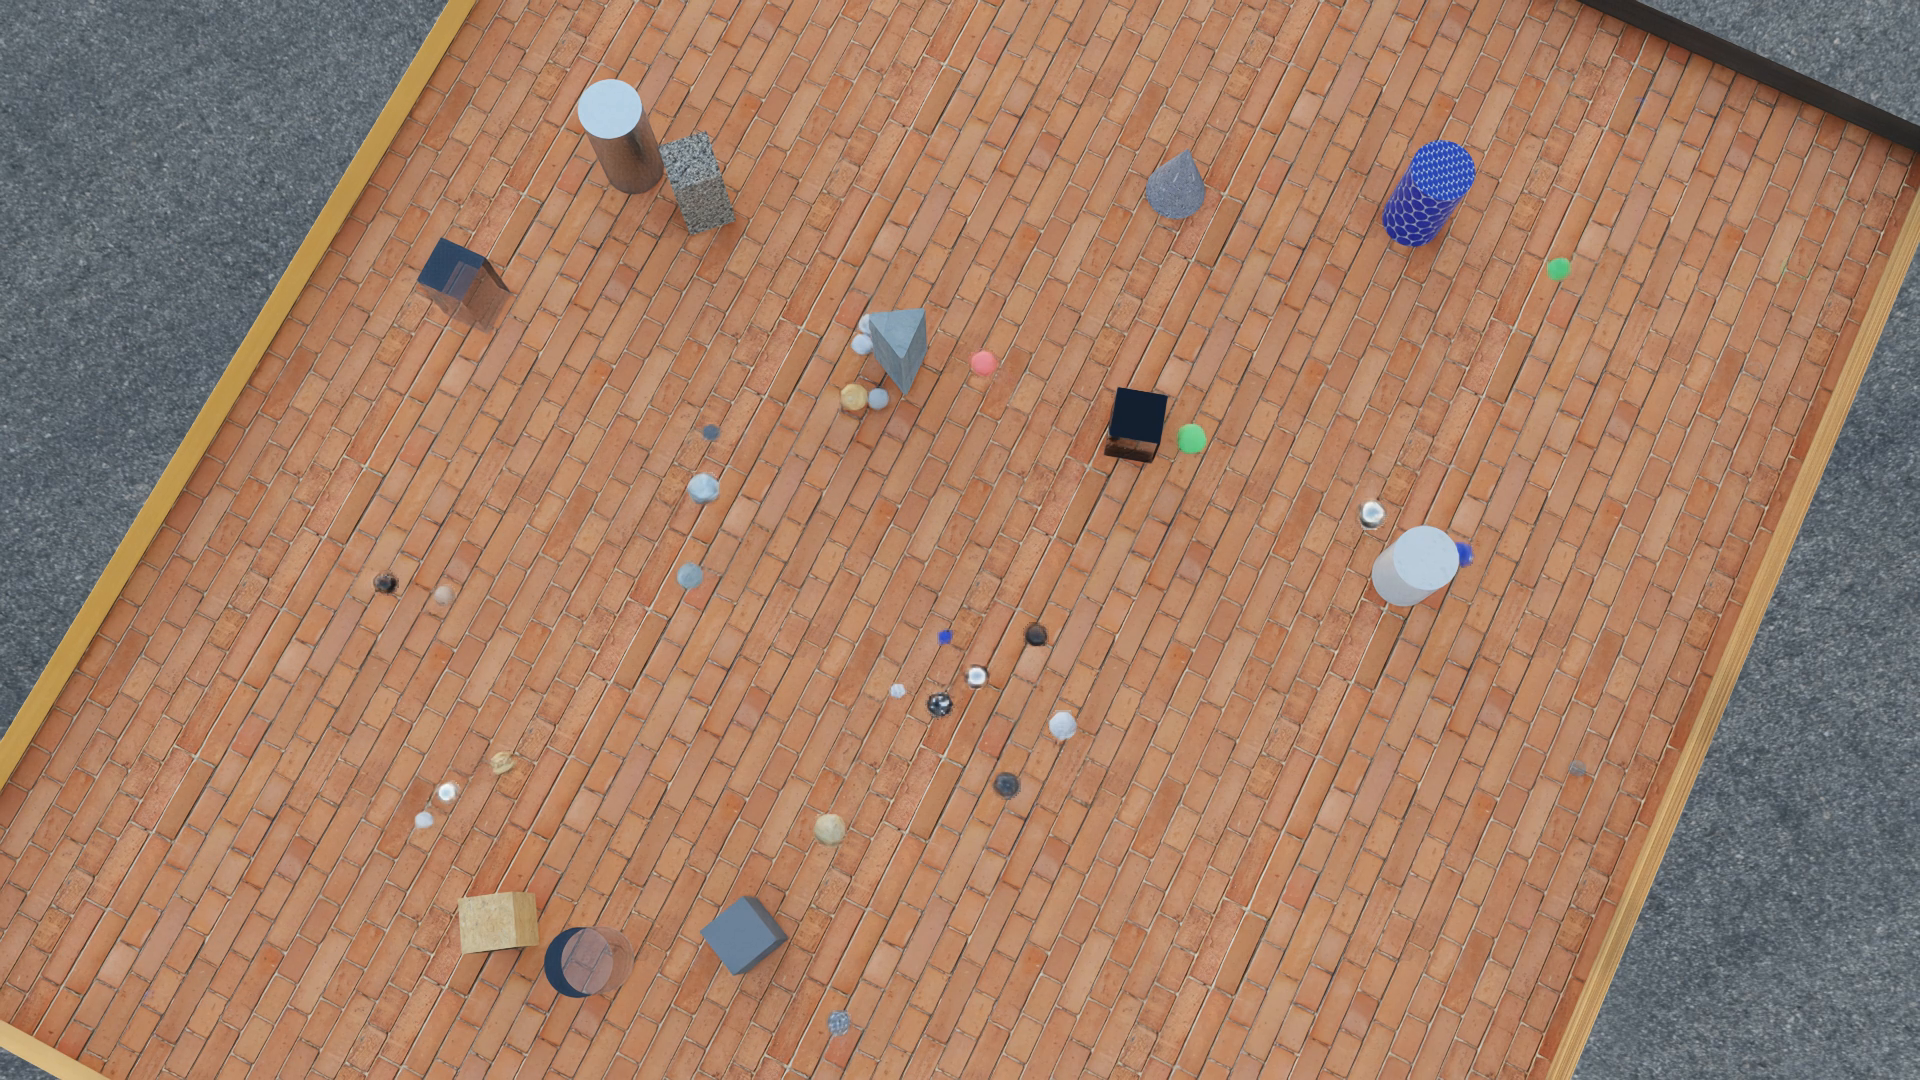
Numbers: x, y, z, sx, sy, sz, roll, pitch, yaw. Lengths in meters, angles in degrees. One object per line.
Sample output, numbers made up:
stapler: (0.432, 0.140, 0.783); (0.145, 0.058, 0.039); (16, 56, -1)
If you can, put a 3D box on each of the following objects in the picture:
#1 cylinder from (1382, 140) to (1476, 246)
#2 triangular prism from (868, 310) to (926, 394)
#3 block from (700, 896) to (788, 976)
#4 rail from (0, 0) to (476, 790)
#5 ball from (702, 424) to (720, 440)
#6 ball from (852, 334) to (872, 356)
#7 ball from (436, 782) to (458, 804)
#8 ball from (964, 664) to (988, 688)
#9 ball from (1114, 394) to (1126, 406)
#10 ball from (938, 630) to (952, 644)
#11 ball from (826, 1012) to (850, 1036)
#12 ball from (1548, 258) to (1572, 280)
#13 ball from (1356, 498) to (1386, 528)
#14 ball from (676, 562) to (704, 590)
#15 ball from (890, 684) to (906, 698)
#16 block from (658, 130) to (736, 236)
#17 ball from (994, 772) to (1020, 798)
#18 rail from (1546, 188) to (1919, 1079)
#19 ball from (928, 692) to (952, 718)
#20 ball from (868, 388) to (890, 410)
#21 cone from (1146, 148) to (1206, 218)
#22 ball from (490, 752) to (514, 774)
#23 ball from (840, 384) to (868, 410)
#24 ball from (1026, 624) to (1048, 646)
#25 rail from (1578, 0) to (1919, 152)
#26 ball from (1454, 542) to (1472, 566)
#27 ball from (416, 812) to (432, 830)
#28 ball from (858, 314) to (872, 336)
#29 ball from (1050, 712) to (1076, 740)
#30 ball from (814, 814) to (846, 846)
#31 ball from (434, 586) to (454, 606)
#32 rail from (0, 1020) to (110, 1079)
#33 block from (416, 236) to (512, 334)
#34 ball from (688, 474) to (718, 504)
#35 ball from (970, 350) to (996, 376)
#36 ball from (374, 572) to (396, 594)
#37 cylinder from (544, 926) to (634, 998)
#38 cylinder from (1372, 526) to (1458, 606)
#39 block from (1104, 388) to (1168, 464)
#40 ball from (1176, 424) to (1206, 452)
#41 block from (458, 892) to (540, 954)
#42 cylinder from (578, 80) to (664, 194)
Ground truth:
cylinder: (1.437, -1.061, 5.639); (0.190, 0.386, 0.190); (0, 78, 0)
triangular prism: (-0.161, -0.596, 5.544); (0.143, 0.383, 0.165); (-36, 81, -7)
block: (-0.608, 1.121, 5.201); (0.152, 0.360, 0.152); (-39, 81, -7)
rail: (-1.984, -0.965, 5.752); (0.045, 0.123, 5.066); (26, 80, 5)
ball: (-0.770, -0.332, 5.659); (0.051, 0.051, 0.051); (0, 78, 0)
ball: (-0.304, -0.609, 5.709); (0.066, 0.066, 0.066); (0, 78, 0)
ball: (-1.518, 0.749, 5.429); (0.063, 0.063, 0.063); (0, 78, 0)
ball: (0.050, 0.409, 5.494); (0.074, 0.074, 0.074); (0, 78, 0)
ball: (0.496, -0.434, 5.685); (0.042, 0.042, 0.042); (0, 78, 0)
ball: (-0.045, 0.295, 5.534); (0.042, 0.042, 0.042); (0, 78, 0)
ball: (-0.350, 1.397, 5.292); (0.068, 0.068, 0.068); (0, 78, 0)
ball: (1.885, -0.853, 5.757); (0.070, 0.070, 0.070); (0, 78, 0)
ball: (1.254, -0.081, 5.587); (0.089, 0.089, 0.089); (0, 78, 0)
ball: (-0.817, 0.109, 5.553); (0.080, 0.080, 0.080); (0, 78, 0)
ball: (-0.187, 0.453, 5.501); (0.044, 0.044, 0.044); (0, 78, 0)
block: (-0.808, -1.097, 5.658); (0.152, 0.362, 0.152); (-19, 79, -4)
ball: (0.137, 0.725, 5.428); (0.075, 0.075, 0.075); (0, 78, 0)
rail: (1.984, 0.978, 5.350); (0.045, 0.123, 5.066); (26, 80, 5)
ball: (-0.061, 0.492, 5.476); (0.075, 0.075, 0.075); (0, 78, 0)
ball: (-0.252, -0.437, 5.672); (0.068, 0.068, 0.068); (0, 78, 0)
cone: (0.688, -1.147, 5.684); (0.190, 0.332, 0.190); (0, 78, 0)
ball: (-1.359, 0.663, 5.444); (0.069, 0.069, 0.069); (0, 78, 0)
ball: (-0.328, -0.442, 5.665); (0.084, 0.084, 0.084); (0, 78, 0)
ball: (0.230, 0.286, 5.522); (0.069, 0.069, 0.069); (0, 78, 0)
rail: (1.122, -2.191, 6.006); (4.483, 0.123, 0.045); (26, 80, 5)
ball: (1.516, 0.043, 5.568); (0.078, 0.078, 0.078); (0, 78, 0)
ball: (-1.585, 0.830, 5.419); (0.051, 0.051, 0.051); (0, 78, 0)
ball: (-0.281, -0.672, 5.720); (0.070, 0.070, 0.070); (0, 78, 0)
ball: (0.307, 0.553, 5.460); (0.082, 0.082, 0.082); (0, 78, 0)
ball: (-0.383, 0.852, 5.392); (0.095, 0.095, 0.095); (0, 78, 0)
ball: (-1.563, 0.170, 5.551); (0.060, 0.060, 0.060); (0, 78, 0)
rail: (-1.122, 2.205, 5.096); (4.483, 0.123, 0.045); (26, 80, 5)
block: (-1.515, -0.775, 5.614); (0.152, 0.319, 0.152); (25, 79, 5)
ball: (-0.785, -0.157, 5.600); (0.095, 0.095, 0.095); (0, 78, 0)
ball: (0.073, -0.548, 5.689); (0.079, 0.079, 0.079); (0, 78, 0)
ball: (-1.743, 0.130, 5.555); (0.067, 0.067, 0.067); (0, 78, 0)
cylinder: (-1.047, 1.194, 5.197); (0.190, 0.337, 0.190); (0, 78, 0)
cylinder: (1.352, 0.081, 5.454); (0.190, 0.285, 0.190); (0, 78, 0)
block: (0.532, -0.347, 5.567); (0.152, 0.237, 0.152); (10, 78, 2)
ball: (0.711, -0.313, 5.636); (0.088, 0.088, 0.088); (0, 78, 0)
block: (-1.318, 1.095, 5.245); (0.152, 0.283, 0.152); (-7, 78, -2)
cylinder: (-1.041, -1.238, 5.655); (0.190, 0.426, 0.190); (0, 78, 0)
